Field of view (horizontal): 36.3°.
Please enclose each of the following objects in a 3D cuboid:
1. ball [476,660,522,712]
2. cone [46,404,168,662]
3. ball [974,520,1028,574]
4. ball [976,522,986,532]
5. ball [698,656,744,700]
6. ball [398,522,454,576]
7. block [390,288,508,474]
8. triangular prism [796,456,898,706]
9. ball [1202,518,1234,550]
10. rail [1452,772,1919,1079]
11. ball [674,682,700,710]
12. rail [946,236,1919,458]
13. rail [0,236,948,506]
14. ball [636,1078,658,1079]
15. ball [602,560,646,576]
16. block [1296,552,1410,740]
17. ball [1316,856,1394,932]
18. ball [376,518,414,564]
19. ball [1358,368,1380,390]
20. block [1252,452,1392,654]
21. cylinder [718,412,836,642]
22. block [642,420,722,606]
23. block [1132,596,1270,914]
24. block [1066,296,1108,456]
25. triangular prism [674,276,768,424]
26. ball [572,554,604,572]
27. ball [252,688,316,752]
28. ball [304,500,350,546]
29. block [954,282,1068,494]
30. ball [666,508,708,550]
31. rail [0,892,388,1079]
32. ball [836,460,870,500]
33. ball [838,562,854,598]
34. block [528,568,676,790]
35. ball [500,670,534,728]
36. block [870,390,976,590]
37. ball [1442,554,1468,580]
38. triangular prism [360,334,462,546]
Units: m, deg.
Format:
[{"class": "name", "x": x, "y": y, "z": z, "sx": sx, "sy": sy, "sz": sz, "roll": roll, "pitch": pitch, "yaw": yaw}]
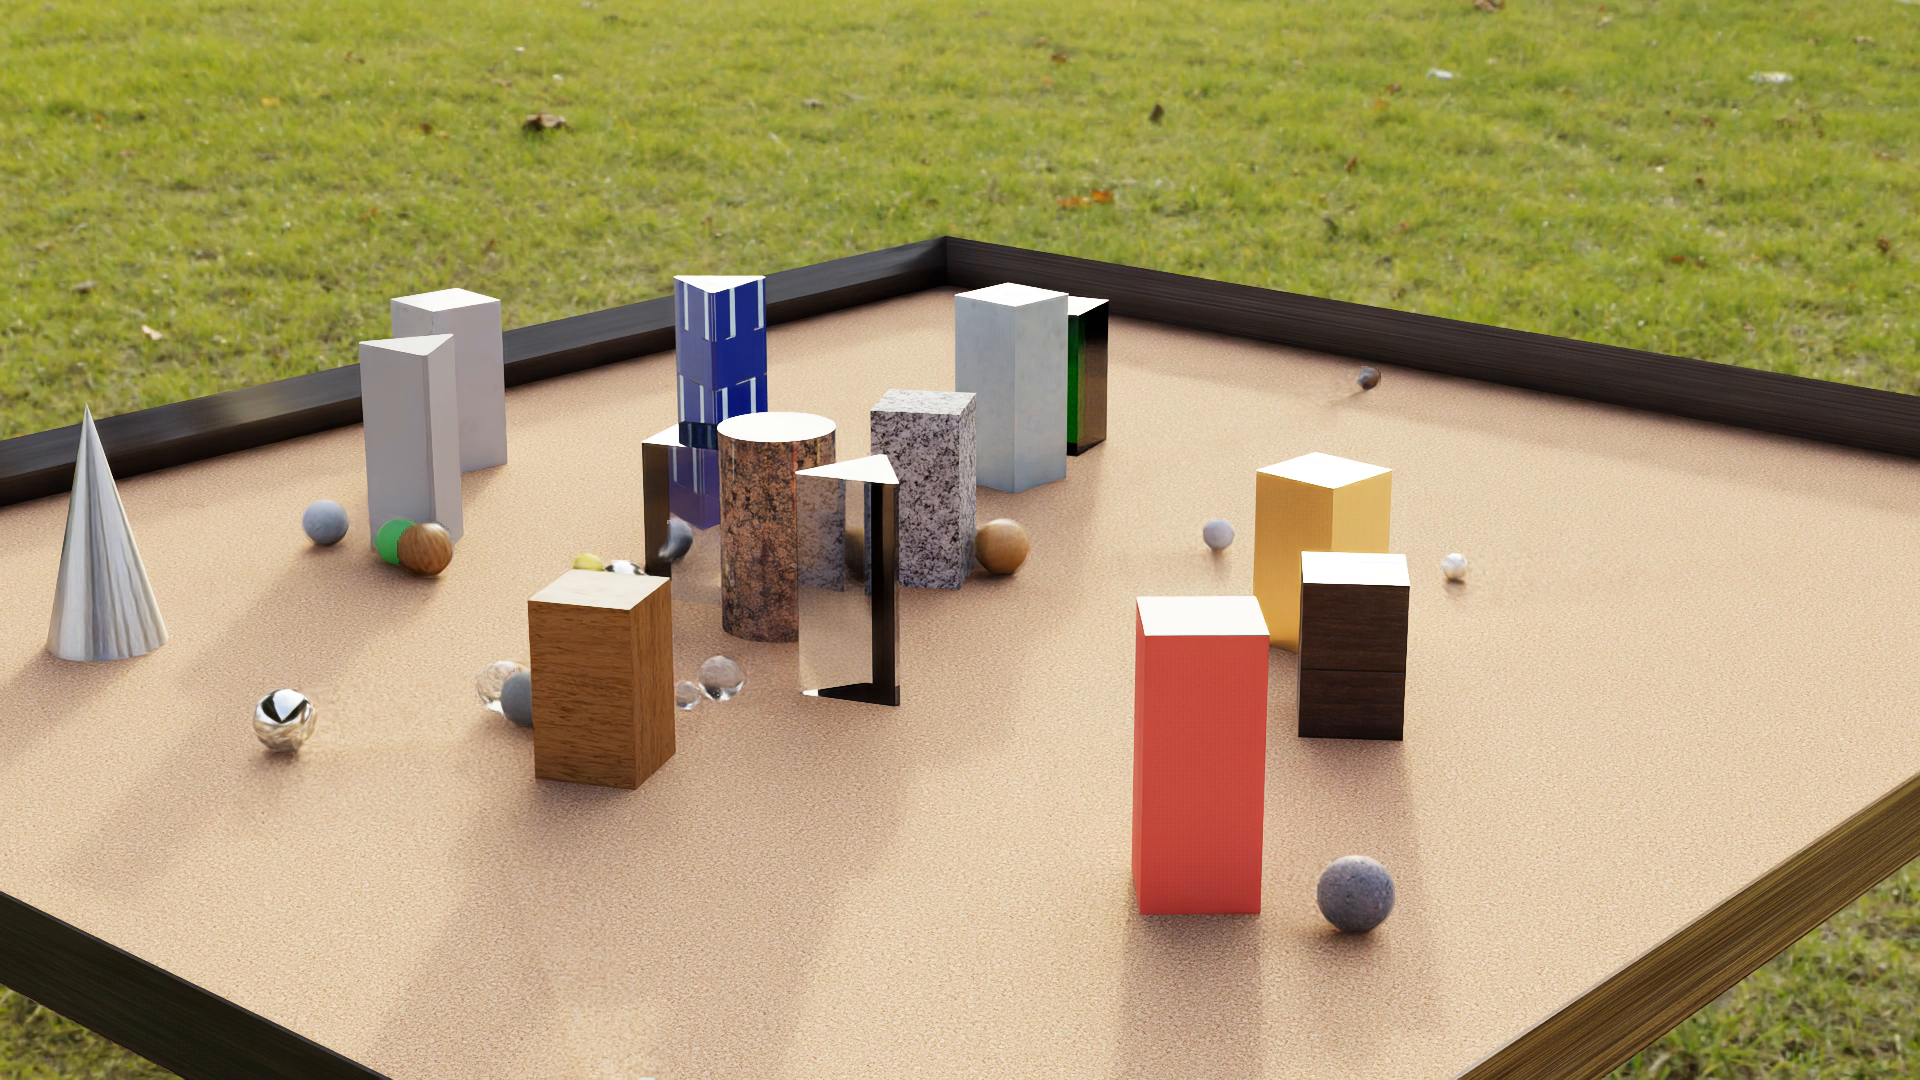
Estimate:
[{"class": "ball", "x": -0.712, "y": 0.227, "z": 4.560, "sx": 0.080, "sy": 0.080, "sz": 0.080, "roll": 0, "pitch": 17, "yaw": 0}, {"class": "cone", "x": -1.421, "y": -0.027, "z": 4.828, "sx": 0.197, "sy": 0.413, "sz": 0.197, "roll": 0, "pitch": 17, "yaw": 0}, {"class": "ball", "x": 0.073, "y": 0.012, "z": 5.241, "sx": 0.098, "sy": 0.098, "sz": 0.098, "roll": 0, "pitch": 17, "yaw": 0}, {"class": "ball", "x": 0.053, "y": -0.001, "z": 5.348, "sx": 0.062, "sy": 0.062, "sz": 0.062, "roll": 0, "pitch": 17, "yaw": 0}, {"class": "ball", "x": -0.376, "y": 0.217, "z": 4.609, "sx": 0.071, "sy": 0.071, "sz": 0.071, "roll": 0, "pitch": 17, "yaw": 0}, {"class": "ball", "x": -0.951, "y": 0.017, "z": 5.229, "sx": 0.097, "sy": 0.097, "sz": 0.097, "roll": 0, "pitch": 17, "yaw": 0}, {"class": "block", "x": -1.032, "y": -0.320, "z": 5.925, "sx": 0.158, "sy": 0.339, "sz": 0.158, "roll": -15, "pitch": 22, "yaw": -40}, {"class": "triangular prism", "x": -0.149, "y": 0.058, "z": 4.632, "sx": 0.171, "sy": 0.362, "sz": 0.148, "roll": 6, "pitch": 18, "yaw": 20}, {"class": "ball", "x": 0.474, "y": -0.010, "z": 5.384, "sx": 0.058, "sy": 0.058, "sz": 0.058, "roll": 0, "pitch": 17, "yaw": 0}, {"class": "rail", "x": 1.311, "y": 0.361, "z": 4.030, "sx": 0.045, "sy": 0.128, "sz": 3.940, "roll": 14, "pitch": 22, "yaw": 39}, {"class": "ball", "x": -0.427, "y": 0.243, "z": 4.569, "sx": 0.044, "sy": 0.044, "sz": 0.044, "roll": 0, "pitch": 17, "yaw": 0}, {"class": "rail", "x": 1.276, "y": -0.392, "z": 6.527, "sx": 3.520, "sy": 0.128, "sz": 0.045, "roll": 14, "pitch": 22, "yaw": 39}, {"class": "rail", "x": -1.311, "y": -0.296, "z": 6.210, "sx": 0.045, "sy": 0.128, "sz": 3.940, "roll": 14, "pitch": 22, "yaw": 39}, {"class": "ball", "x": -0.343, "y": 0.632, "z": 3.206, "sx": 0.086, "sy": 0.086, "sz": 0.086, "roll": 0, "pitch": 17, "yaw": 0}, {"class": "ball", "x": -0.580, "y": 0.080, "z": 5.033, "sx": 0.088, "sy": 0.088, "sz": 0.088, "roll": 0, "pitch": 17, "yaw": 0}, {"class": "block", "x": 0.600, "y": 0.161, "z": 4.489, "sx": 0.158, "sy": 0.247, "sz": 0.158, "roll": 2, "pitch": 17, "yaw": 5}, {"class": "ball", "x": 0.508, "y": 0.455, "z": 3.771, "sx": 0.099, "sy": 0.099, "sz": 0.099, "roll": 0, "pitch": 17, "yaw": 0}, {"class": "ball", "x": -1.014, "y": 0.003, "z": 5.298, "sx": 0.084, "sy": 0.084, "sz": 0.084, "roll": 0, "pitch": 17, "yaw": 0}, {"class": "ball", "x": 0.914, "y": -0.361, "z": 6.564, "sx": 0.050, "sy": 0.050, "sz": 0.050, "roll": 0, "pitch": 17, "yaw": 0}, {"class": "block", "x": 0.598, "y": 0.027, "z": 4.852, "sx": 0.158, "sy": 0.295, "sz": 0.158, "roll": 16, "pitch": 23, "yaw": 42}, {"class": "cylinder", "x": -0.305, "y": -0.023, "z": 4.928, "sx": 0.197, "sy": 0.346, "sz": 0.197, "roll": 0, "pitch": 17, "yaw": 0}, {"class": "block", "x": -0.445, "y": -0.048, "z": 5.128, "sx": 0.158, "sy": 0.278, "sz": 0.158, "roll": 7, "pitch": 18, "yaw": 21}, {"class": "block", "x": 0.313, "y": 0.282, "z": 3.850, "sx": 0.158, "sy": 0.385, "sz": 0.158, "roll": 0, "pitch": 17, "yaw": -1}, {"class": "block", "x": 0.203, "y": -0.343, "z": 6.076, "sx": 0.158, "sy": 0.297, "sz": 0.158, "roll": 8, "pitch": 18, "yaw": 24}, {"class": "triangular prism", "x": -0.480, "y": -0.280, "z": 5.613, "sx": 0.148, "sy": 0.442, "sz": 0.171, "roll": 10, "pitch": 19, "yaw": 29}, {"class": "ball", "x": -0.658, "y": 0.052, "z": 5.184, "sx": 0.055, "sy": 0.055, "sz": 0.055, "roll": 0, "pitch": 17, "yaw": 0}, {"class": "ball", "x": -1.012, "y": 0.270, "z": 4.391, "sx": 0.095, "sy": 0.095, "sz": 0.095, "roll": 0, "pitch": 17, "yaw": 0}, {"class": "ball", "x": -1.170, "y": -0.032, "z": 5.415, "sx": 0.083, "sy": 0.083, "sz": 0.083, "roll": 0, "pitch": 17, "yaw": 0}, {"class": "block", "x": 0.101, "y": -0.303, "z": 5.806, "sx": 0.158, "sy": 0.375, "sz": 0.158, "roll": 15, "pitch": 22, "yaw": 40}, {"class": "ball", "x": -0.500, "y": -0.020, "z": 5.385, "sx": 0.077, "sy": 0.077, "sz": 0.077, "roll": 0, "pitch": 17, "yaw": 0}, {"class": "rail", "x": -1.276, "y": 0.456, "z": 3.713, "sx": 3.520, "sy": 0.128, "sz": 0.045, "roll": 14, "pitch": 22, "yaw": 39}, {"class": "ball", "x": -0.200, "y": -0.115, "z": 5.698, "sx": 0.078, "sy": 0.078, "sz": 0.078, "roll": 0, "pitch": 17, "yaw": 0}, {"class": "ball", "x": -0.217, "y": 0.070, "z": 5.107, "sx": 0.064, "sy": 0.064, "sz": 0.064, "roll": 0, "pitch": 17, "yaw": 0}, {"class": "block", "x": -0.524, "y": 0.203, "z": 4.303, "sx": 0.158, "sy": 0.275, "sz": 0.158, "roll": 5, "pitch": 17, "yaw": 16}, {"class": "ball", "x": -0.660, "y": 0.244, "z": 4.491, "sx": 0.088, "sy": 0.088, "sz": 0.088, "roll": 0, "pitch": 17, "yaw": 0}, {"class": "block", "x": -0.064, "y": -0.091, "z": 5.202, "sx": 0.158, "sy": 0.318, "sz": 0.158, "roll": 3, "pitch": 17, "yaw": 11}, {"class": "ball", "x": 0.880, "y": 0.048, "z": 5.212, "sx": 0.047, "sy": 0.047, "sz": 0.047, "roll": 0, "pitch": 17, "yaw": 0}, {"class": "triangular prism", "x": -0.976, "y": -0.177, "z": 5.376, "sx": 0.171, "sy": 0.383, "sz": 0.148, "roll": 12, "pitch": 21, "yaw": 35}]
